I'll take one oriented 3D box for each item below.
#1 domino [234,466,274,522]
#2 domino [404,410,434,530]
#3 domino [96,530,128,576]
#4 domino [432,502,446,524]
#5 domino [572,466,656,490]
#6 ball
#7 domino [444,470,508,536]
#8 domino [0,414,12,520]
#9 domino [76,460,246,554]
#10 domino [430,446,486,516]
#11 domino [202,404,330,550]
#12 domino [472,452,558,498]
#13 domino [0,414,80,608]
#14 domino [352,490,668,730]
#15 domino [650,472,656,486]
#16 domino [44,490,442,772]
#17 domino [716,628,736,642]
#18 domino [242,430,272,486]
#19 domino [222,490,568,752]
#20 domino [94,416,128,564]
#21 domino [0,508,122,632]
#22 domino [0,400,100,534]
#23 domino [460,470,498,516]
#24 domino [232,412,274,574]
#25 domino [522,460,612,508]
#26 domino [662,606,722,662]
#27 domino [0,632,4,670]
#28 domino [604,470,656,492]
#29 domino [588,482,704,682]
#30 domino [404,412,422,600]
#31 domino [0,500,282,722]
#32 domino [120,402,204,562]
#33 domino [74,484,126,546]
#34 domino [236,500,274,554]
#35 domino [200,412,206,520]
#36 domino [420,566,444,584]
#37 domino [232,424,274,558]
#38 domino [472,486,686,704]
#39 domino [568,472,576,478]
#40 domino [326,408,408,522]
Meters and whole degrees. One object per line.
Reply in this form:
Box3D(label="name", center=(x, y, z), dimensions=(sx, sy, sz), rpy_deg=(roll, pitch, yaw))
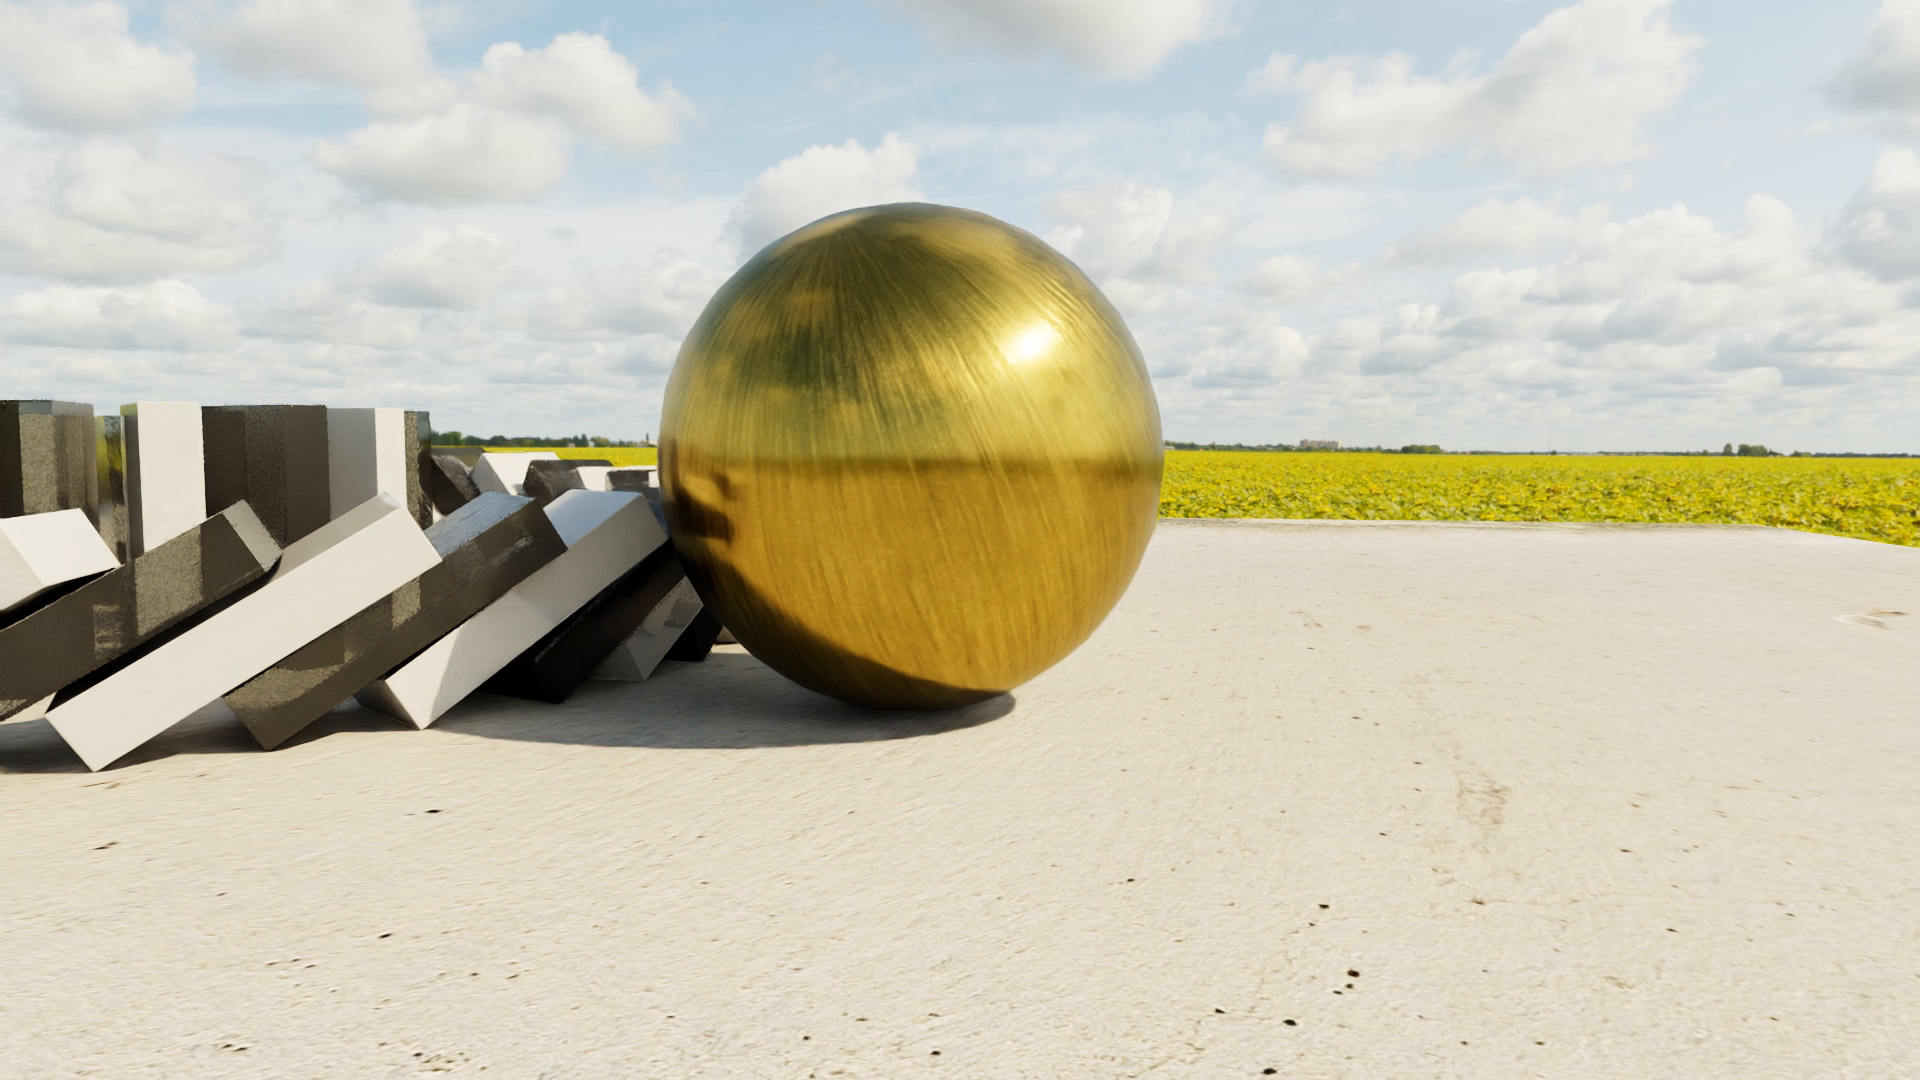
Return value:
Box3D(label="domino", center=(-0.234, -0.009, 0.451), dimensions=(0.050, 0.009, 0.025), rpy_deg=(31, -8, -12))
Box3D(label="domino", center=(-0.135, -0.005, 0.296), dimensions=(0.025, 0.050, 0.009), rpy_deg=(-2, 5, -25))
Box3D(label="domino", center=(-0.292, -0.006, 0.407), dimensions=(0.025, 0.009, 0.050), rpy_deg=(4, -28, 47))
Box3D(label="domino", center=(-0.159, -0.008, 0.390), dimensions=(0.010, 0.050, 0.025), rpy_deg=(-43, -4, 10))
Box3D(label="domino", center=(-0.090, -0.002, 0.360), dimensions=(0.025, 0.009, 0.050), rpy_deg=(-3, 39, -33))
Box3D(label="ball", center=(-0.008, -0.013, 0.206), dimensions=(0.080, 0.080, 0.080), rpy_deg=(0, 4, 0))
Box3D(label="domino", center=(-0.172, -0.009, 0.464), dimensions=(0.050, 0.009, 0.025), rpy_deg=(30, 4, 0))
Box3D(label="domino", center=(-0.254, -0.007, 0.323), dimensions=(0.025, 0.050, 0.010), rpy_deg=(1, 4, 13))
Box3D(label="domino", center=(-0.268, -0.008, 0.432), dimensions=(0.050, 0.010, 0.025), rpy_deg=(35, -18, -26))
Box3D(label="domino", center=(-0.141, -0.007, 0.389), dimensions=(0.050, 0.009, 0.025), rpy_deg=(47, 18, 12))
Box3D(label="domino", center=(-0.138, -0.002, 0.256), dimensions=(0.025, 0.050, 0.009), rpy_deg=(2, 5, 27))
Box3D(label="domino", center=(-0.122, -0.006, 0.385), dimensions=(0.050, 0.010, 0.025), rpy_deg=(49, 29, 24))
Box3D(label="domino", center=(-0.247, -0.008, 0.341), dimensions=(0.025, 0.050, 0.010), rpy_deg=(3, 5, 30))
Box3D(label="domino", center=(-0.075, 0.010, 0.211), dimensions=(0.025, 0.010, 0.050), rpy_deg=(4, 38, 46))
Box3D(label="domino", center=(-0.066, 0.000, 0.328), dimensions=(0.025, 0.010, 0.050), rpy_deg=(-1, 37, -14))
Box3D(label="domino", center=(-0.101, 0.011, 0.184), dimensions=(0.050, 0.010, 0.025), rpy_deg=(-36, 22, -21))
Box3D(label="domino", center=(-0.056, 0.002, 0.292), dimensions=(0.025, 0.009, 0.050), rpy_deg=(3, 37, 4))
Box3D(label="domino", center=(-0.191, -0.010, 0.387), dimensions=(0.009, 0.050, 0.025), rpy_deg=(-35, 6, -1))
Box3D(label="domino", center=(-0.088, 0.011, 0.197), dimensions=(0.050, 0.010, 0.025), rpy_deg=(-39, 26, -27))
Box3D(label="domino", center=(-0.234, -0.009, 0.358), dimensions=(0.025, 0.050, 0.009), rpy_deg=(4, 9, 44))
Box3D(label="domino", center=(-0.138, 0.014, 0.164), dimensions=(0.050, 0.009, 0.025), rpy_deg=(-32, 12, -10))
Box3D(label="domino", center=(-0.165, 0.000, 0.233), dimensions=(0.010, 0.050, 0.025), rpy_deg=(-2, 5, -20))
Box3D(label="domino", center=(-0.152, -0.009, 0.465), dimensions=(0.050, 0.009, 0.025), rpy_deg=(30, 6, 5))
Box3D(label="domino", center=(-0.167, -0.006, 0.317), dimensions=(0.009, 0.050, 0.025), rpy_deg=(0, 4, -1))
Box3D(label="domino", center=(-0.105, -0.004, 0.374), dimensions=(0.025, 0.009, 0.050), rpy_deg=(-4, 43, -43))
Box3D(label="domino", center=(-0.057, 0.005, 0.270), dimensions=(0.025, 0.010, 0.050), rpy_deg=(2, 37, 14))
Box3D(label="domino", center=(-0.185, 0.000, 0.229), dimensions=(0.010, 0.050, 0.025), rpy_deg=(0, 4, -5))
Box3D(label="domino", center=(-0.078, -0.001, 0.345), dimensions=(0.025, 0.009, 0.050), rpy_deg=(-2, 38, -28))
Box3D(label="domino", center=(-0.061, 0.007, 0.250), dimensions=(0.025, 0.009, 0.050), rpy_deg=(2, 36, 23))
Box3D(label="domino", center=(-0.145, -0.006, 0.310), dimensions=(0.010, 0.050, 0.025), rpy_deg=(4, 6, 43))
Box3D(label="domino", center=(-0.119, 0.012, 0.173), dimensions=(0.050, 0.009, 0.025), rpy_deg=(-34, 17, -17))
Box3D(label="domino", center=(-0.150, -0.001, 0.241), dimensions=(0.010, 0.050, 0.025), rpy_deg=(-3, 6, -39))
Box3D(label="domino", center=(-0.280, -0.007, 0.421), dimensions=(0.050, 0.009, 0.025), rpy_deg=(38, -20, -32))
Box3D(label="domino", center=(-0.253, -0.009, 0.444), dimensions=(0.050, 0.009, 0.025), rpy_deg=(32, -12, -17))
Box3D(label="domino", center=(-0.184, -0.005, 0.306), dimensions=(0.025, 0.050, 0.009), rpy_deg=(3, 5, 35))
Box3D(label="domino", center=(-0.175, -0.009, 0.390), dimensions=(0.010, 0.050, 0.025), rpy_deg=(-39, 1, 5))
Box3D(label="domino", center=(-0.207, -0.010, 0.381), dimensions=(0.010, 0.050, 0.025), rpy_deg=(-30, 12, -14))
Box3D(label="domino", center=(-0.067, 0.008, 0.231), dimensions=(0.025, 0.009, 0.050), rpy_deg=(3, 37, 31))
Box3D(label="domino", center=(-0.127, -0.008, 0.464), dimensions=(0.050, 0.010, 0.025), rpy_deg=(32, 16, 19))
Box3D(label="domino", center=(-0.132, -0.003, 0.274), dimensions=(0.025, 0.050, 0.009), rpy_deg=(1, 4, 11))
